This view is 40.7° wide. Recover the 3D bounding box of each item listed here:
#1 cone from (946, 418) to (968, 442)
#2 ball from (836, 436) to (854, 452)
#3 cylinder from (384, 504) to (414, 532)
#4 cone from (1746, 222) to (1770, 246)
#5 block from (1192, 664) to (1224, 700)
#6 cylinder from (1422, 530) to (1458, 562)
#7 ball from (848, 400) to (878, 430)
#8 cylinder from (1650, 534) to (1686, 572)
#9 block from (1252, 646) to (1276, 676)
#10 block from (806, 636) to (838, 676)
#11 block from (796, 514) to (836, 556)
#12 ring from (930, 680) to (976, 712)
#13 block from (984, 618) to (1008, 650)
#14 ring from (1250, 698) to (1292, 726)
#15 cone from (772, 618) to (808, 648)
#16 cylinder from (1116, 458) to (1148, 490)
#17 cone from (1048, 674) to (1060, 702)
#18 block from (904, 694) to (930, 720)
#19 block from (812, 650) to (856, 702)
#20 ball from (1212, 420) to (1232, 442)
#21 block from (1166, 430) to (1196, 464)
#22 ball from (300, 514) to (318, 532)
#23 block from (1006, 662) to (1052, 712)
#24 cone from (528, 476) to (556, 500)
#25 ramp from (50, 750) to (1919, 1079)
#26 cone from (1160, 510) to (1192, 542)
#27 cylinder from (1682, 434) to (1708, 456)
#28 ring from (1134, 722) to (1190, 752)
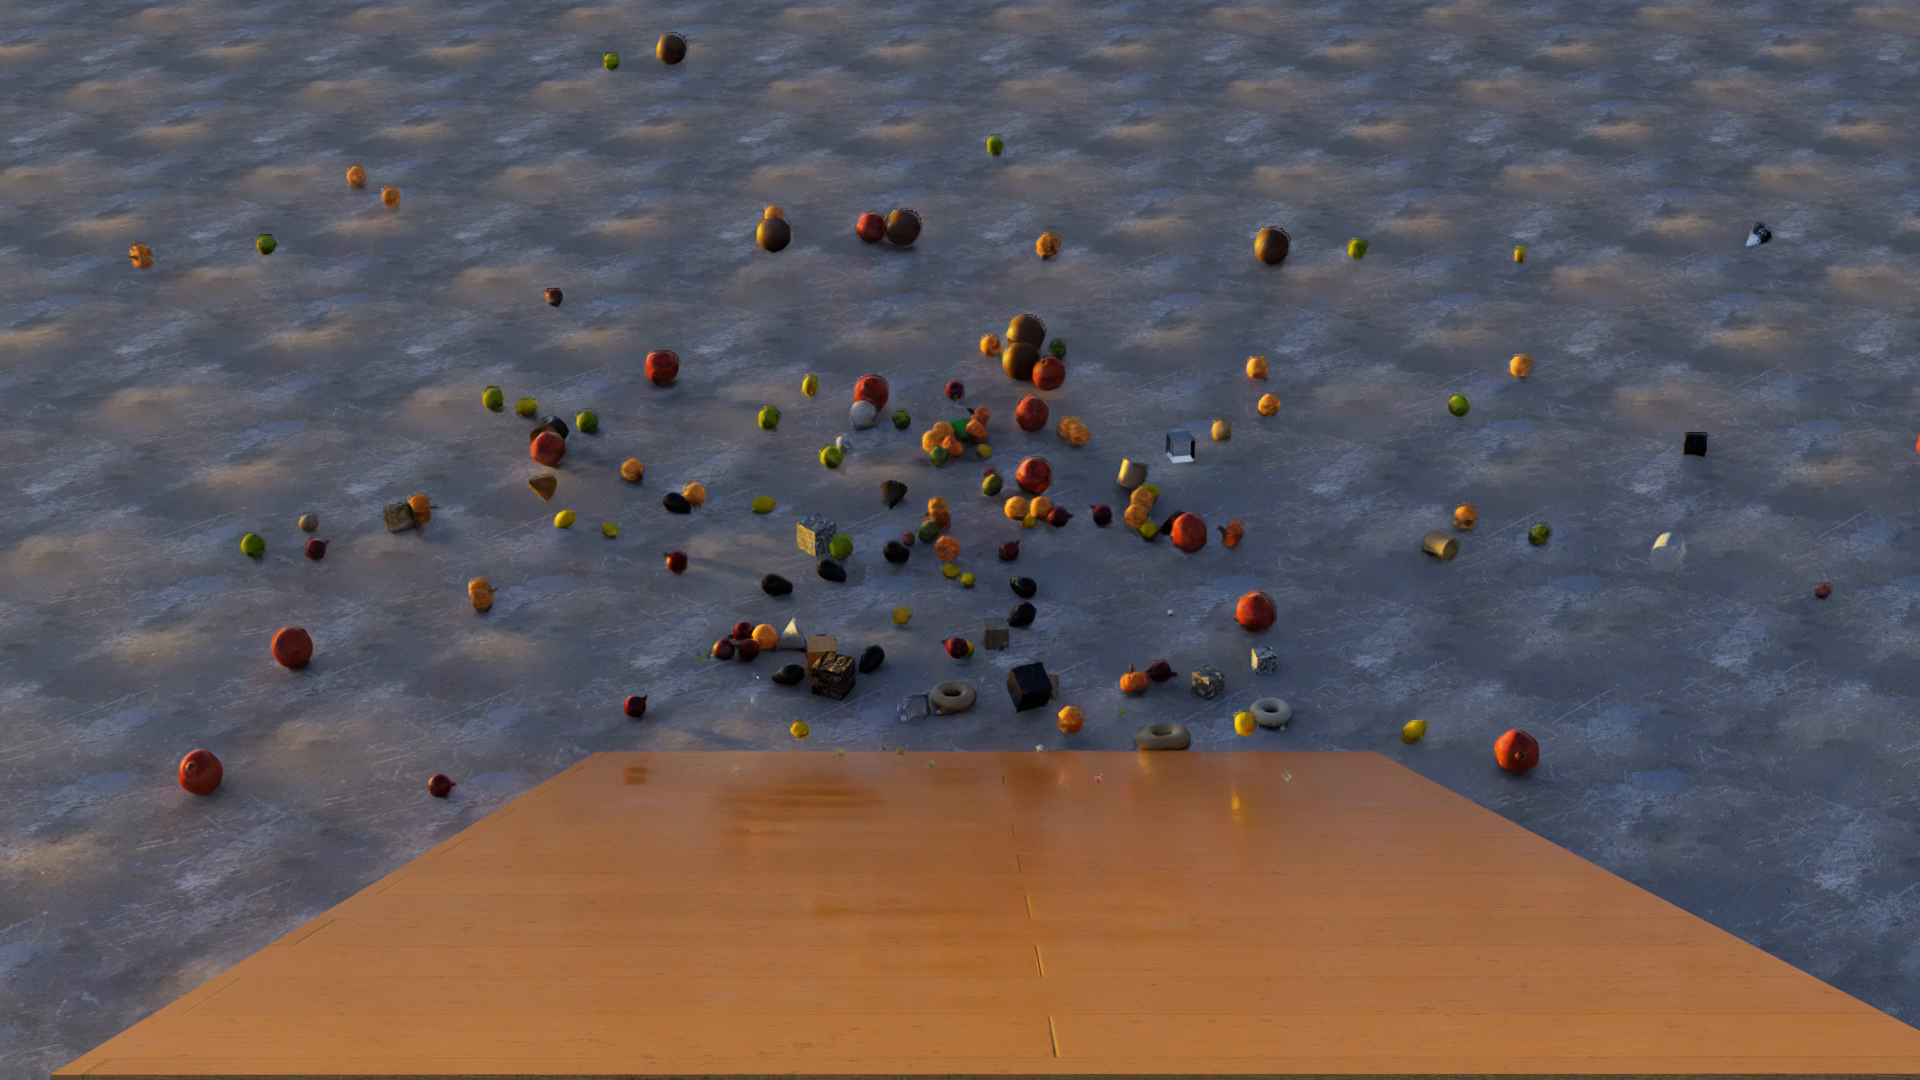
[{"bbox_3d":[0.007,-0.340,8.333,0.077,0.077,0.077,-14,59,-23],"label":"cone"},{"bbox_3d":[-0.369,-0.306,8.252,0.056,0.056,0.056,0,30,0],"label":"ball"},{"bbox_3d":[-1.694,-0.068,7.819,0.072,0.072,0.072,-14,33,-22],"label":"cylinder"},{"bbox_3d":[2.977,-1.127,9.703,0.089,0.089,0.089,-41,43,-13],"label":"cone"},{"bbox_3d":[0.674,0.387,7.035,0.063,0.063,0.063,-24,37,-35],"label":"block"},{"bbox_3d":[1.423,0.018,7.664,0.076,0.076,0.076,-22,36,-33],"label":"cylinder"},{"bbox_3d":[-0.314,-0.405,8.388,0.093,0.093,0.093,0,30,0],"label":"ball"},{"bbox_3d":[2.084,0.037,7.621,0.087,0.087,0.087,14,32,22],"label":"cylinder"},{"bbox_3d":[0.838,0.333,7.137,0.055,0.055,0.055,-5,30,-8],"label":"block"},{"bbox_3d":[-0.380,0.320,7.133,0.080,0.080,0.080,-2,30,-4],"label":"block"},{"bbox_3d":[-0.427,-0.015,7.717,0.082,0.082,0.082,-25,38,-36],"label":"block"},{"bbox_3d":[-0.020,0.422,6.994,0.126,0.042,0.126,0,28,0],"label":"ring"},{"bbox_3d":[0.101,0.262,7.252,0.065,0.065,0.065,-2,30,-4],"label":"block"},{"bbox_3d":[0.832,0.461,6.932,0.113,0.038,0.113,-1,30,1],"label":"ring"},{"bbox_3d":[-0.486,0.281,7.240,0.093,0.093,0.093,-27,30,6],"label":"cone"},{"bbox_3d":[0.534,-0.203,8.019,0.081,0.081,0.081,15,8,-2],"label":"cylinder"},{"bbox_3d":[0.251,0.412,7.025,0.067,0.067,0.067,-12,58,-19],"label":"cone"},{"bbox_3d":[-0.113,0.446,6.925,0.053,0.053,0.053,-9,9,-16],"label":"block"},{"bbox_3d":[-0.344,0.370,7.039,0.089,0.089,0.089,12,32,20],"label":"block"},{"bbox_3d":[0.842,-0.351,8.322,0.066,0.066,0.066,0,30,0],"label":"ball"},{"bbox_3d":[0.700,-0.296,8.219,0.072,0.072,0.072,-7,30,-11],"label":"block"},{"bbox_3d":[-1.965,-0.050,7.805,0.056,0.056,0.056,0,30,0],"label":"ball"},{"bbox_3d":[0.186,0.396,6.967,0.086,0.086,0.086,-12,57,-20],"label":"block"},{"bbox_3d":[-1.299,-0.171,7.964,0.079,0.079,0.079,19,13,-41],"label":"cone"},{"bbox_3d":[0.067,0.595,4.651,2.000,0.100,4.000,0,0,0],"label":"ramp"},{"bbox_3d":[0.667,-0.024,7.772,0.096,0.096,0.096,-28,67,-40],"label":"cone"},{"bbox_3d":[2.340,-0.303,8.237,0.065,0.065,0.065,-7,24,29],"label":"cylinder"},{"bbox_3d":[0.532,0.521,6.794,0.148,0.049,0.148,-4,16,1],"label":"ring"}]
